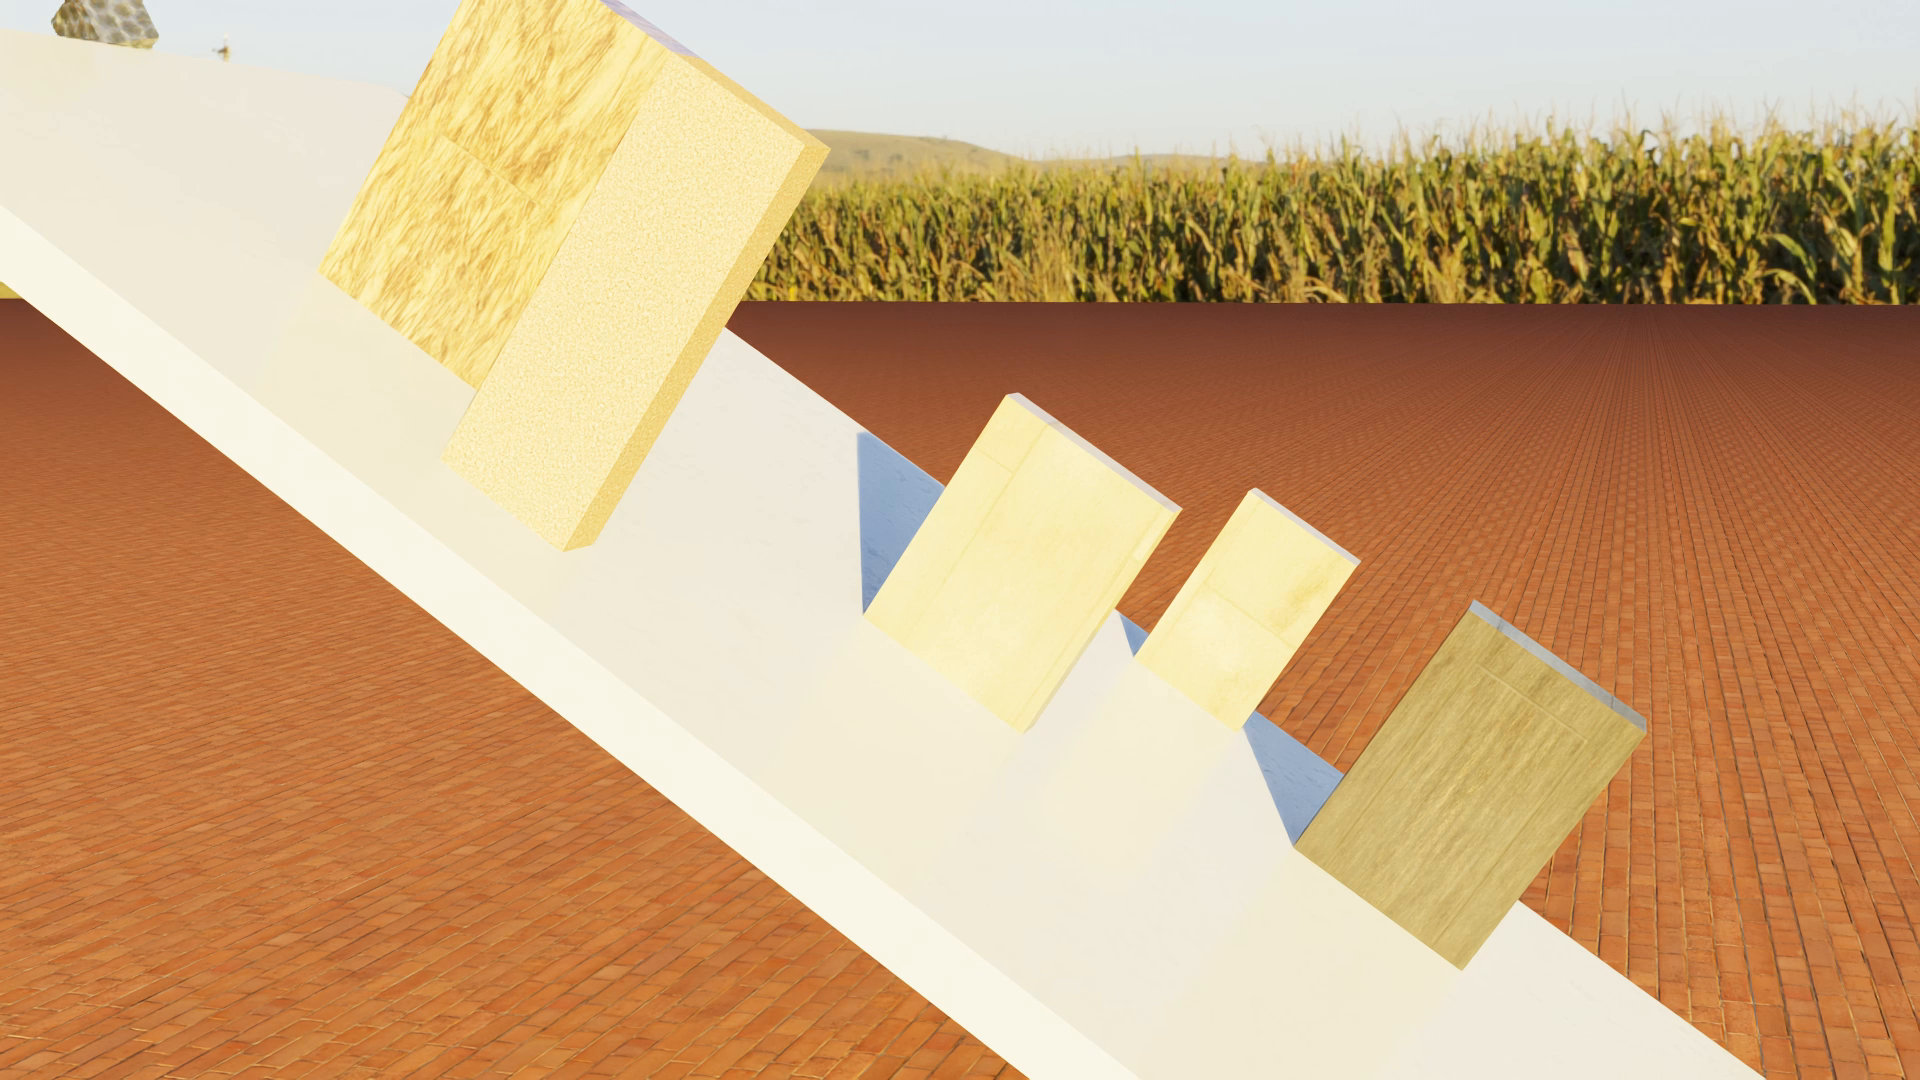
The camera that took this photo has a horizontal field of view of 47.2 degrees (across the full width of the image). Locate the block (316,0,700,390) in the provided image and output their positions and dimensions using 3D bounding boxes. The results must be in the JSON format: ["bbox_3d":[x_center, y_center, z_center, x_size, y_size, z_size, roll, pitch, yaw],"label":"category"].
[{"bbox_3d":[-0.792,-0.653,3.864,0.393,0.689,0.128,36,15,10],"label":"block"}]

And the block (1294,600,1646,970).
[{"bbox_3d":[0.968,0.465,4.192,0.389,0.574,0.142,36,15,10],"label":"block"}]

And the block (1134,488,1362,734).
[{"bbox_3d":[0.612,0.150,4.697,0.273,0.443,0.084,36,15,10],"label":"block"}]

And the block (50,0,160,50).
[{"bbox_3d":[-1.740,-1.040,4.476,0.130,0.130,0.130,-30,-4,43],"label":"block"}]

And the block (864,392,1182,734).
[{"bbox_3d":[0.108,0.042,3.925,0.360,0.487,0.081,36,15,10],"label":"block"}]

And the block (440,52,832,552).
[{"bbox_3d":[-0.511,-0.362,3.419,0.254,0.747,0.111,36,15,10],"label":"block"}]

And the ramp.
[{"bbox_3d":[-0.119,0.202,4.095,4.000,0.100,2.000,36,15,10],"label":"ramp"}]
